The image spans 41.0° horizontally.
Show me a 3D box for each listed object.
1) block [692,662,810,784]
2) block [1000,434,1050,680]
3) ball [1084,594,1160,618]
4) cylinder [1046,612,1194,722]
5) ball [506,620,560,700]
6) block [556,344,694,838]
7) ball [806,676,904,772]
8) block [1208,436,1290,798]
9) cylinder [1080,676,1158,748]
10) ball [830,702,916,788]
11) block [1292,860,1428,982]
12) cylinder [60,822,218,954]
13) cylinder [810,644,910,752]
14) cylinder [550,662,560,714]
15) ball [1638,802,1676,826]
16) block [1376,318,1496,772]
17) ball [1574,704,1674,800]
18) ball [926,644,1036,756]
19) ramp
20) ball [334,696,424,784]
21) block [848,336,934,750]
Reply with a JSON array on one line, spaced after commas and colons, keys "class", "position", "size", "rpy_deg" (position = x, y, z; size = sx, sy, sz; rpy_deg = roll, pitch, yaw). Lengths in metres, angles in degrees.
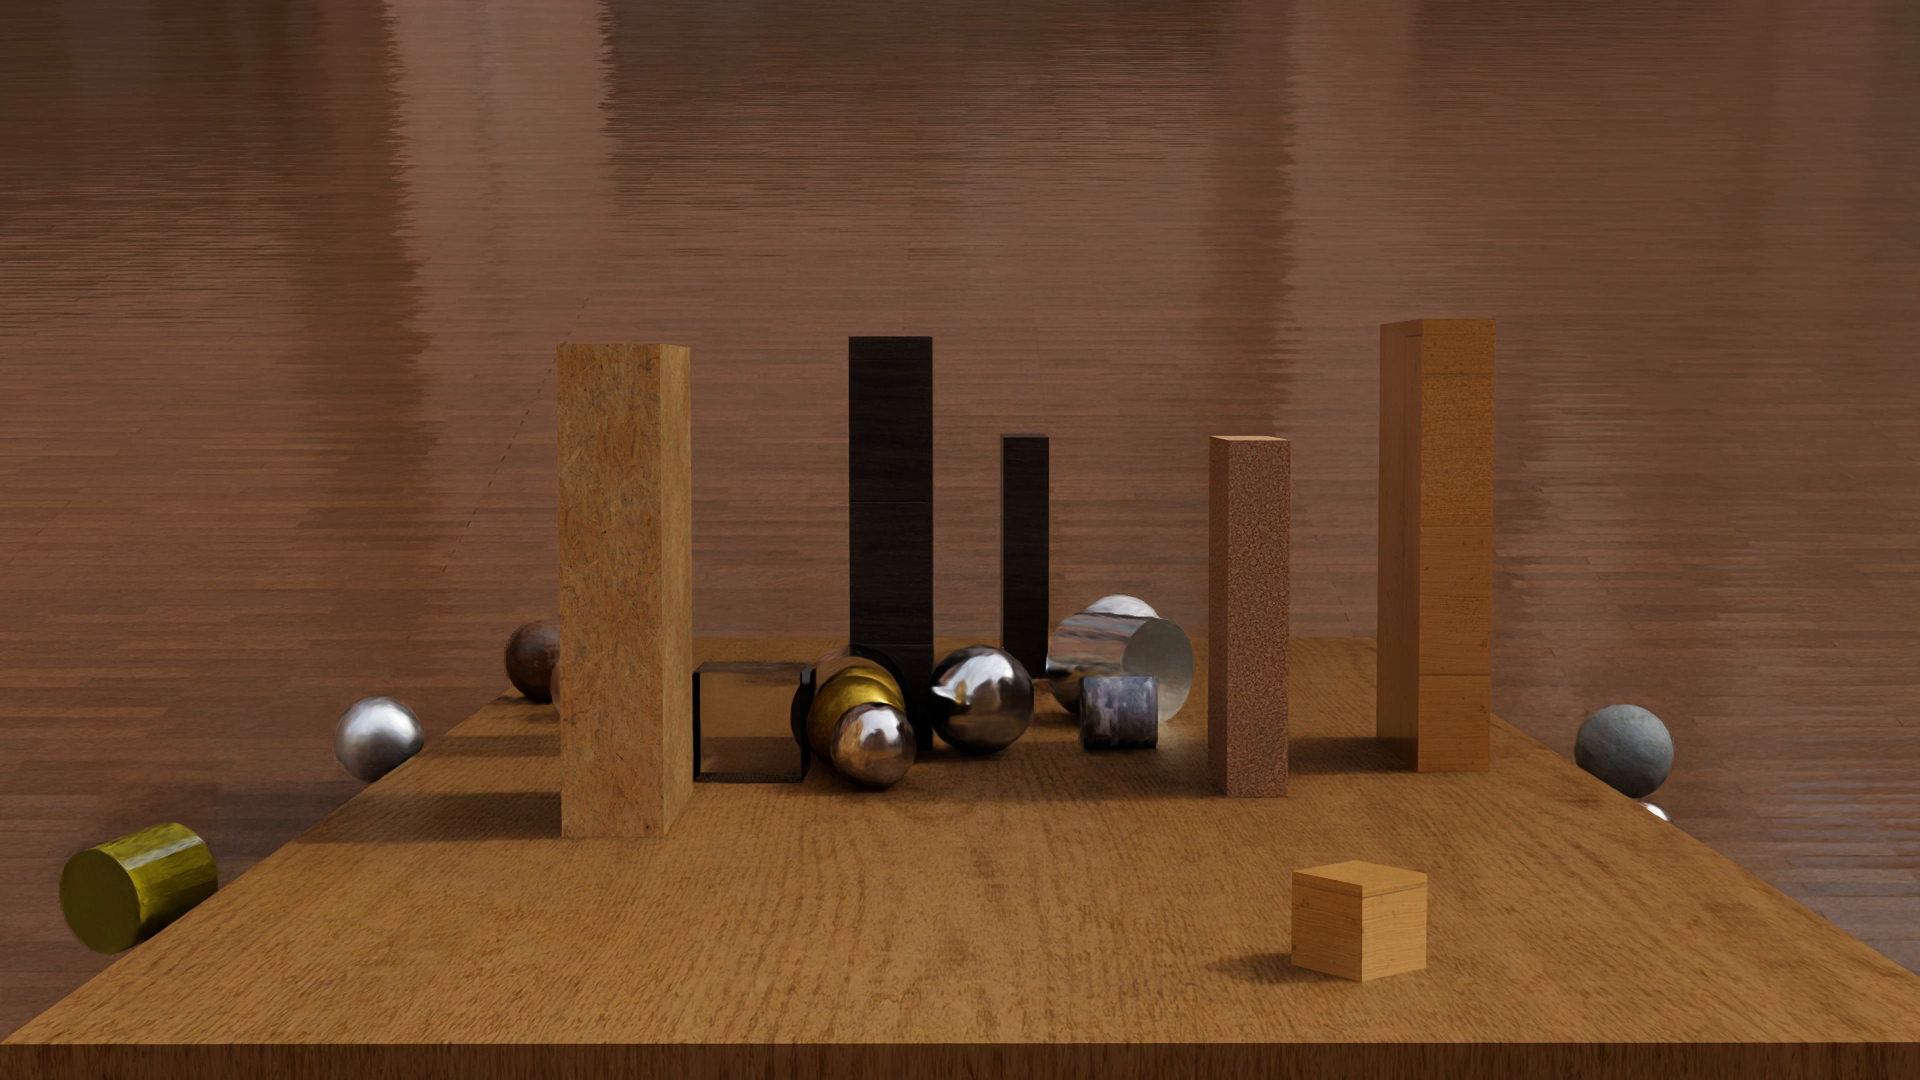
[{"class": "block", "position": [-0.345, 0.300, 4.256], "size": [0.179, 0.179, 0.179], "rpy_deg": [0, 4, 2]}, {"class": "block", "position": [0.144, 0.028, 5.804], "size": [0.099, 0.529, 0.402], "rpy_deg": [0, 4, 0]}, {"class": "ball", "position": [0.340, 0.215, 5.465], "size": [0.197, 0.197, 0.197], "rpy_deg": [0, 20, 0]}, {"class": "cylinder", "position": [0.309, 0.245, 4.962], "size": [0.202, 0.202, 0.202], "rpy_deg": [-18, 14, -40]}, {"class": "ball", "position": [-0.844, 0.245, 5.242], "size": [0.167, 0.167, 0.167], "rpy_deg": [0, 20, 0]}, {"class": "block", "position": [-0.498, 0.061, 3.864], "size": [0.146, 0.705, 0.415], "rpy_deg": [0, 4, 0]}, {"class": "ball", "position": [-0.173, 0.307, 4.261], "size": [0.164, 0.164, 0.164], "rpy_deg": [0, 20, 0]}, {"class": "block", "position": [0.466, 0.115, 4.159], "size": [0.096, 0.560, 0.304], "rpy_deg": [0, 4, 0]}, {"class": "cylinder", "position": [0.281, 0.306, 4.561], "size": [0.128, 0.128, 0.128], "rpy_deg": [0, 20, -3]}, {"class": "ball", "position": [-0.140, 0.328, 4.114], "size": [0.140, 0.140, 0.140], "rpy_deg": [0, 20, 0]}, {"class": "block", "position": [0.445, 0.423, 2.864], "size": [0.105, 0.105, 0.105], "rpy_deg": [-3, 5, -39]}, {"class": "cylinder", "position": [-1.182, 0.500, 3.698], "size": [0.153, 0.153, 0.153], "rpy_deg": [10, 14, 26]}, {"class": "cylinder", "position": [-0.185, 0.284, 4.436], "size": [0.189, 0.189, 0.189], "rpy_deg": [0, 4, 1]}, {"class": "cylinder", "position": [-0.719, 0.285, 5.008], "size": [0.115, 0.115, 0.115], "rpy_deg": [-4, 18, -40]}, {"class": "ball", "position": [1.272, 0.538, 4.762], "size": [0.107, 0.107, 0.107], "rpy_deg": [0, 20, 0]}, {"class": "block", "position": [0.823, -0.002, 4.473], "size": [0.119, 0.754, 0.425], "rpy_deg": [0, 4, 0]}, {"class": "ball", "position": [1.207, 0.386, 4.668], "size": [0.175, 0.175, 0.175], "rpy_deg": [0, 20, 0]}, {"class": "ball", "position": [0.035, 0.279, 4.483], "size": [0.192, 0.192, 0.192], "rpy_deg": [0, 20, 0]}, {"class": "ramp", "position": [0.047, 0.422, 4.534], "size": [2.000, 0.100, 4.000], "rpy_deg": [0, 4, 0]}, {"class": "ball", "position": [-1.053, 0.362, 4.655], "size": [0.159, 0.159, 0.159], "rpy_deg": [0, 20, 0]}, {"class": "block", "position": [-0.122, 0.000, 4.645], "size": [0.146, 0.730, 0.262], "rpy_deg": [0, 4, 0]}]
